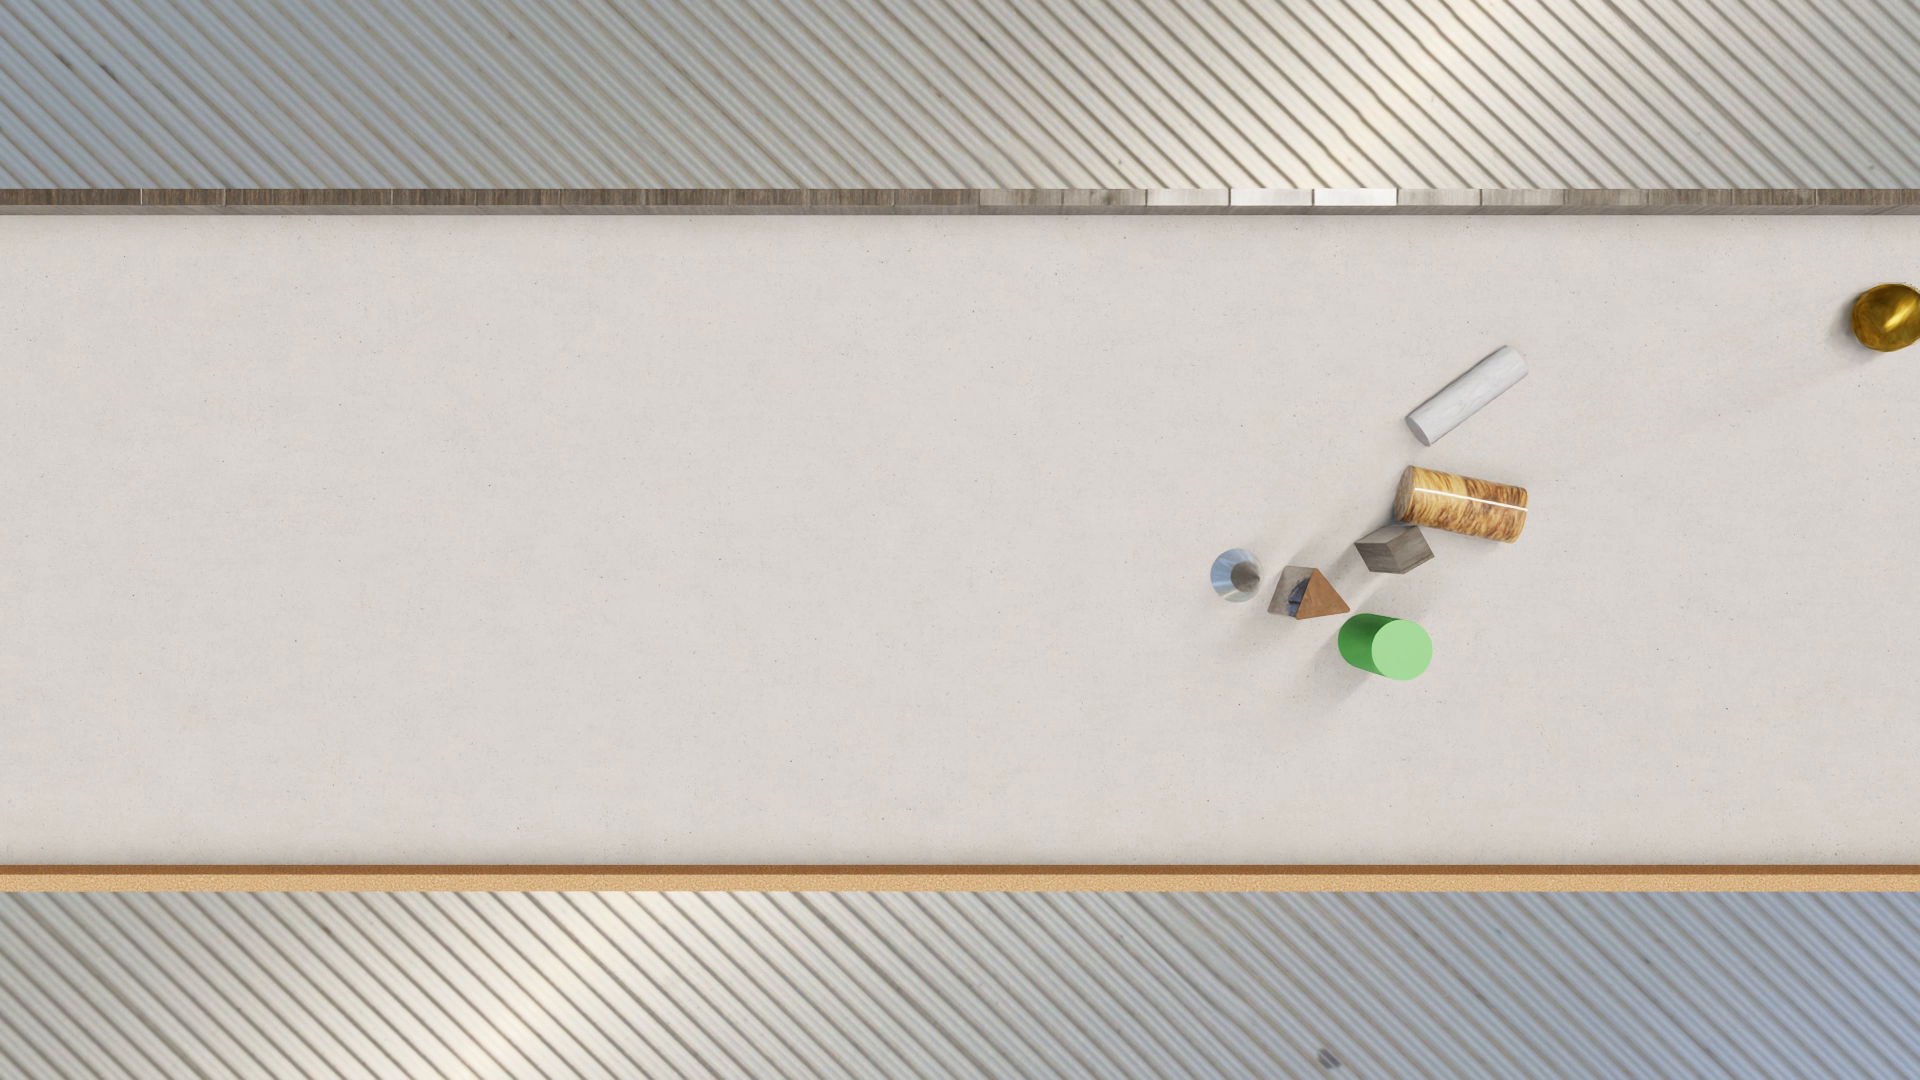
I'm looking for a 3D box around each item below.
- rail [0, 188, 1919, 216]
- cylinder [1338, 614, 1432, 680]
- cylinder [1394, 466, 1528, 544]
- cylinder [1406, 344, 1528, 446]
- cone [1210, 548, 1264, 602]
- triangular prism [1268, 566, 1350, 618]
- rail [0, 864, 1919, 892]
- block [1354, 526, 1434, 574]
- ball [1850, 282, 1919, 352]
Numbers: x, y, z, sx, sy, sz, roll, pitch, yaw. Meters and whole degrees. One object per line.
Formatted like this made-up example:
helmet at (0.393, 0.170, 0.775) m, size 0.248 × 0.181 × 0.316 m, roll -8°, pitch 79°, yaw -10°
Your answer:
rail at (-2.247, -1.025, 5.002) m, size 12.000 × 0.150 × 0.050 m, roll 0°, pitch 90°, yaw 0°
cylinder at (1.249, 0.311, 4.868) m, size 0.173 × 0.418 × 0.173 m, roll 0°, pitch 90°, yaw 0°
cylinder at (1.513, -0.107, 4.989) m, size 0.348 × 0.175 × 0.175 m, roll 11°, pitch 90°, yaw 0°
cylinder at (1.542, -0.438, 5.019) m, size 0.369 × 0.115 × 0.115 m, roll -36°, pitch 90°, yaw 0°
cone at (0.854, 0.109, 4.883) m, size 0.166 × 0.388 × 0.166 m, roll 0°, pitch 90°, yaw 0°
triangular prism at (1.014, 0.145, 4.863) m, size 0.155 × 0.428 × 0.134 m, roll -9°, pitch 90°, yaw 0°
rail at (-2.247, 1.025, 5.001) m, size 12.000 × 0.150 × 0.050 m, roll 0°, pitch 90°, yaw 0°
block at (1.281, 0.028, 4.884) m, size 0.103 × 0.386 × 0.103 m, roll -29°, pitch 90°, yaw 0°
ball at (2.802, -0.671, 4.973) m, size 0.206 × 0.206 × 0.206 m, roll 0°, pitch 90°, yaw 0°
